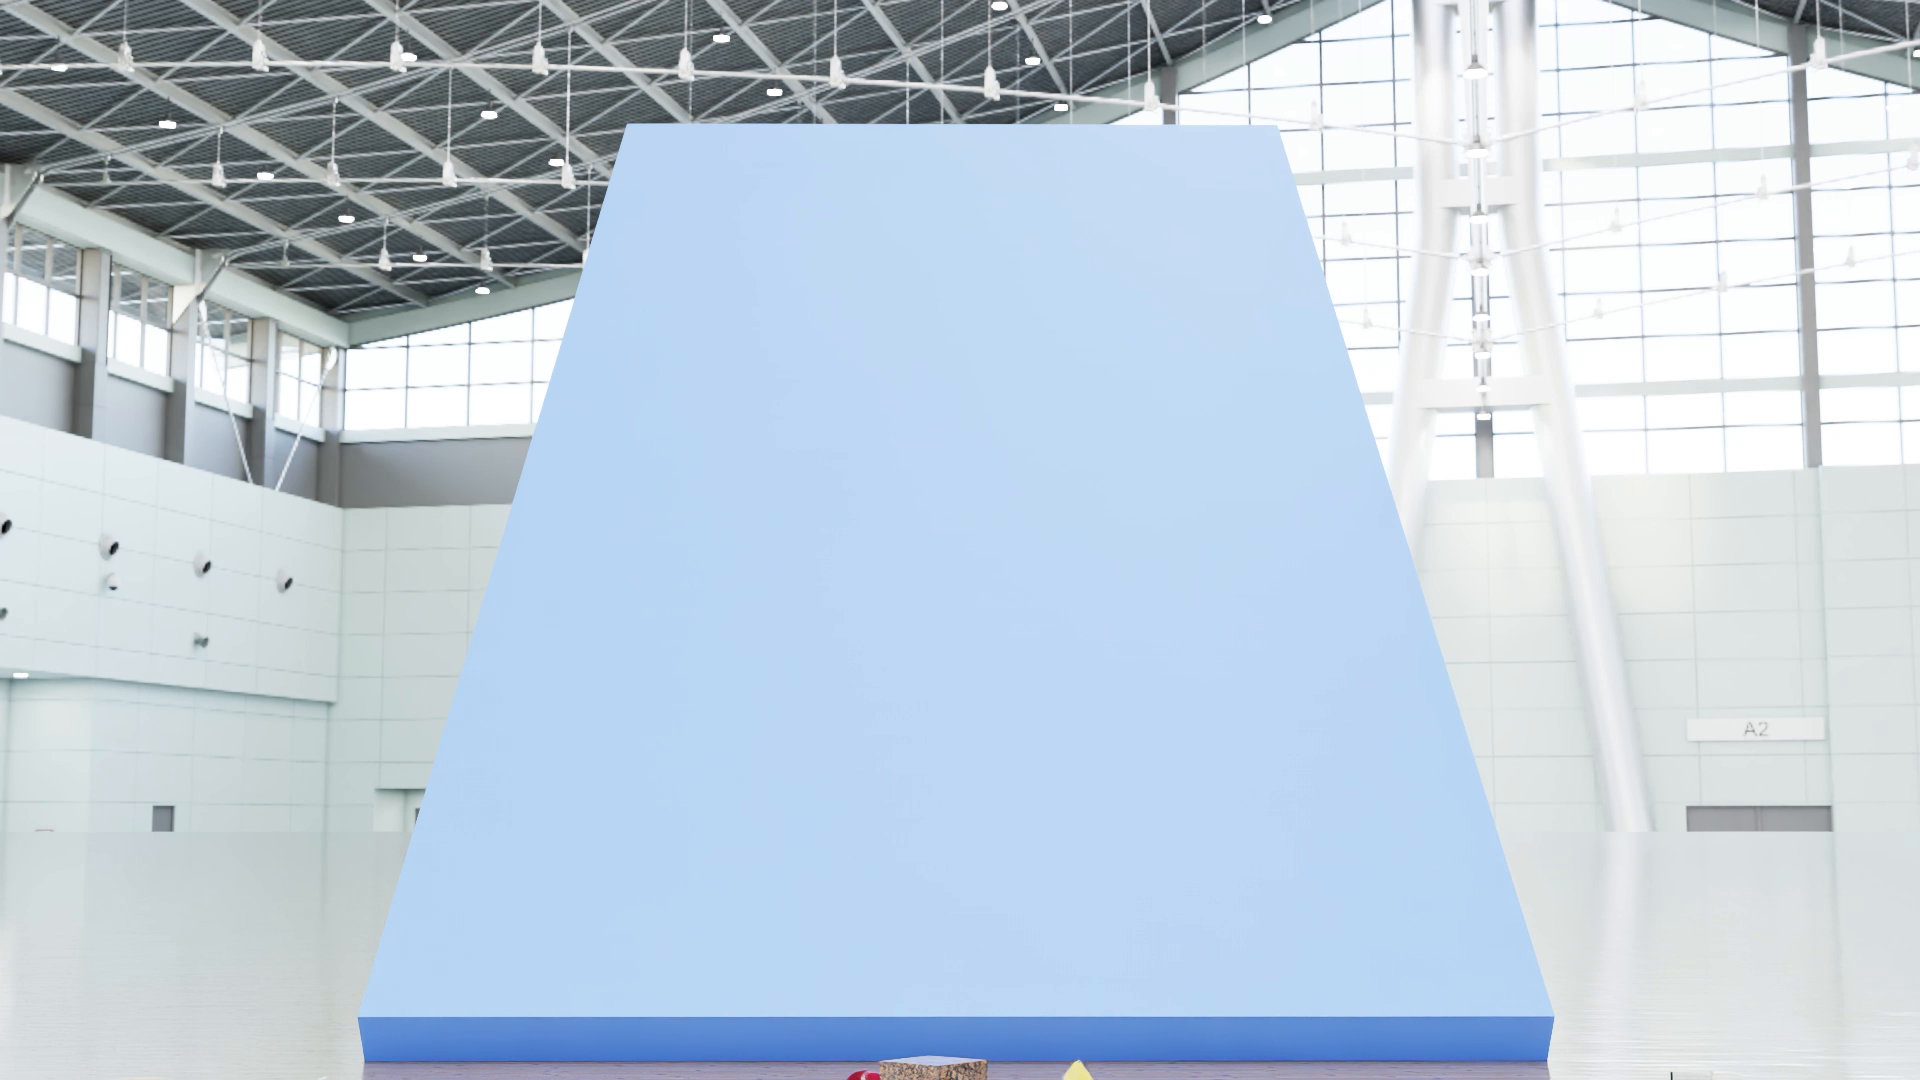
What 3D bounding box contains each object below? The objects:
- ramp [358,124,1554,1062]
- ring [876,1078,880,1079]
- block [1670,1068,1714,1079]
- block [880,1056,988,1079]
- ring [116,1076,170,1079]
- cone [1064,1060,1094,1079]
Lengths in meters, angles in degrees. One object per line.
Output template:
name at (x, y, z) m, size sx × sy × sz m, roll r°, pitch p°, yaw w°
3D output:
ramp at (-0.014, -0.198, 5.801) m, size 2.000 × 0.100 × 4.000 m, roll 0°, pitch 31°, yaw 0°
ring at (-0.067, 0.790, 3.509) m, size 0.121 × 0.040 × 0.121 m, roll -1°, pitch -6°, yaw 0°
block at (1.029, 0.773, 3.420) m, size 0.053 × 0.053 × 0.053 m, roll -3°, pitch -7°, yaw 21°
block at (-0.034, 0.714, 3.108) m, size 0.098 × 0.098 × 0.098 m, roll -5°, pitch -9°, yaw 39°
ring at (-1.159, 0.780, 3.425) m, size 0.122 × 0.041 × 0.122 m, roll -1°, pitch -6°, yaw 0°
cone at (0.184, 0.778, 3.387) m, size 0.080 × 0.080 × 0.080 m, roll 28°, pitch -11°, yaw -6°
